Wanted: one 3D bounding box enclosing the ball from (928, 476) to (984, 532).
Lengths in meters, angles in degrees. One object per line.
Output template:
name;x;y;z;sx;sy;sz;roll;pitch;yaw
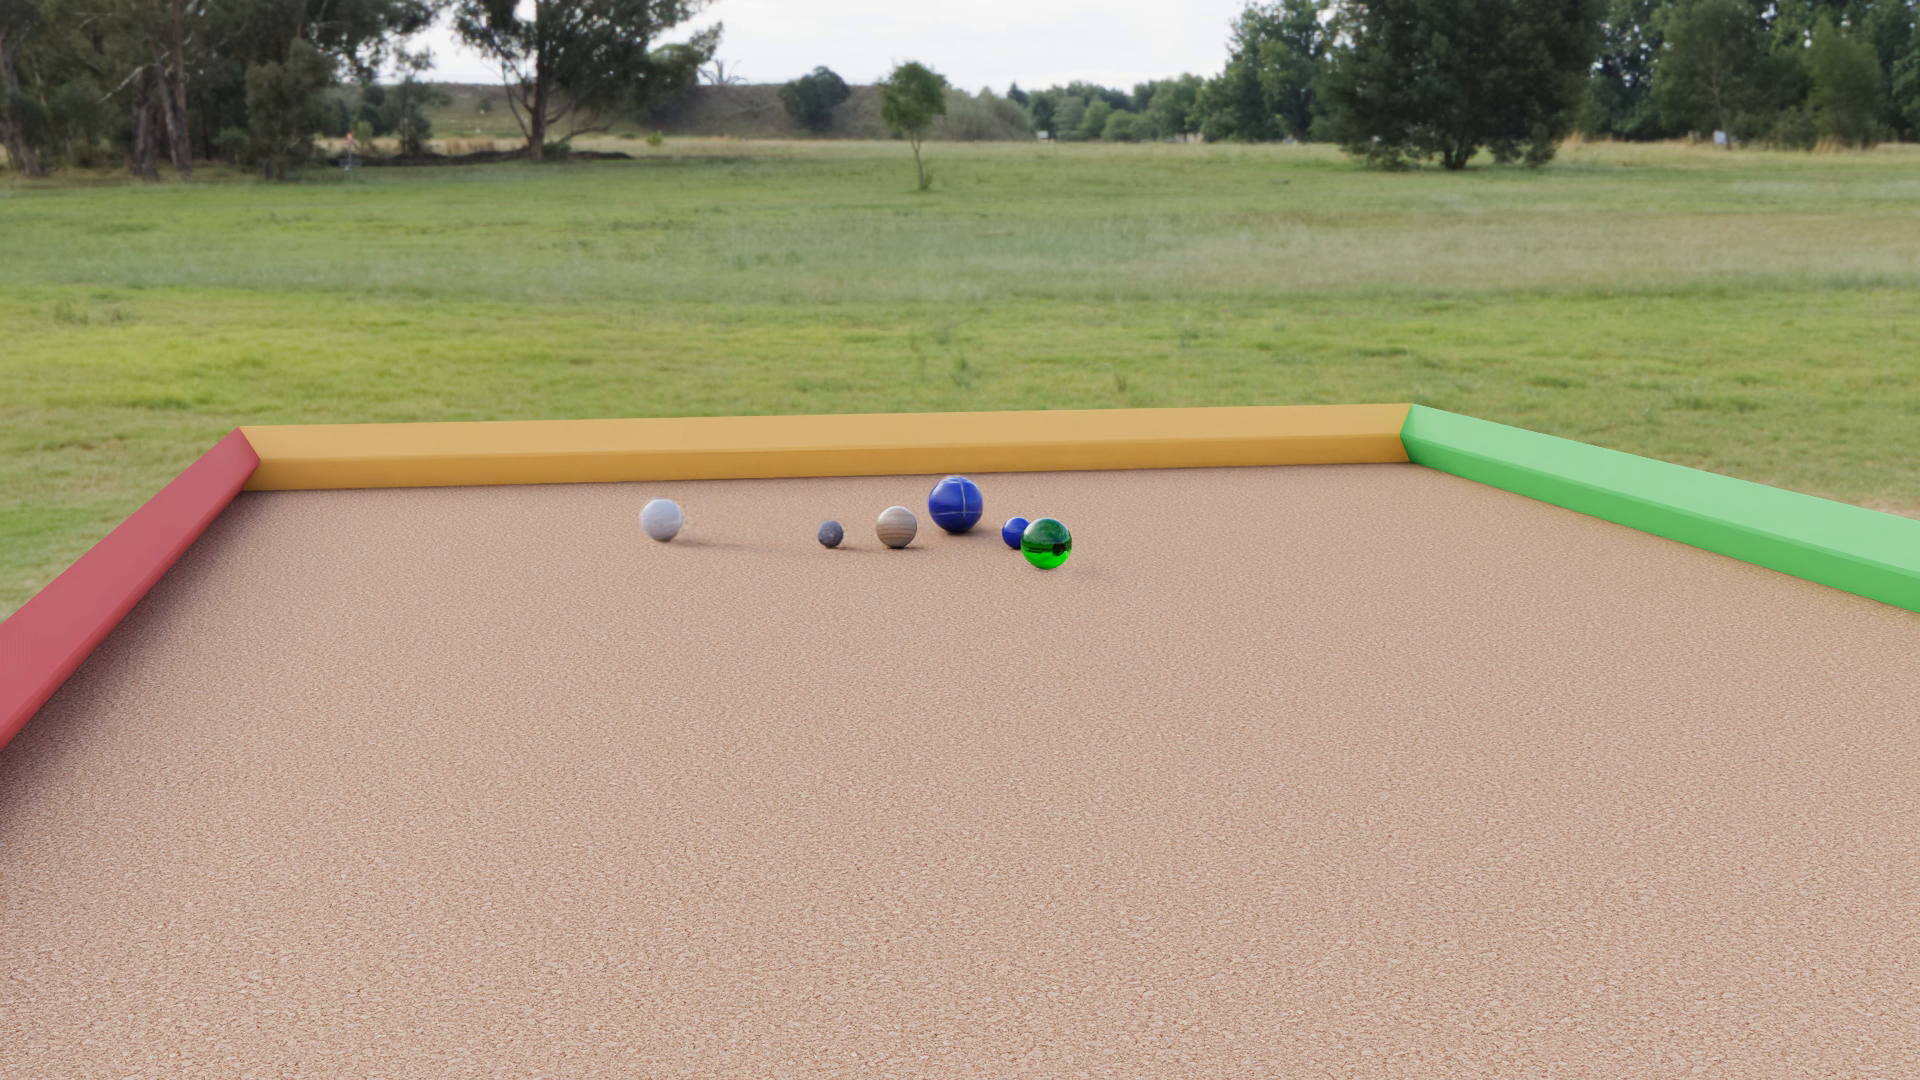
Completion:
ball;-0.007;-0.061;3.798;0.097;0.097;0.097;0;9;0

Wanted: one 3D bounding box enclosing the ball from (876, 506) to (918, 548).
ball;-0.105;-0.021;3.636;0.069;0.069;0.069;0;9;0

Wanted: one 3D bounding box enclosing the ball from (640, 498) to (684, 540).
ball;-0.504;-0.035;3.717;0.071;0.071;0.071;0;9;0

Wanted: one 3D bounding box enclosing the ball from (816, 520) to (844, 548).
ball;-0.215;-0.010;3.644;0.045;0.045;0.045;0;9;0

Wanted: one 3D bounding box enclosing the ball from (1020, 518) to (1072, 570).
ball;0.135;0.005;3.430;0.081;0.081;0.081;0;9;0

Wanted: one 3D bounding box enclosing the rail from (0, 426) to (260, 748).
rail;-0.965;0.175;2.197;0.045;0.126;4.426;-2;9;-11

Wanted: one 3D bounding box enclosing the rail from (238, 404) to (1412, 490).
rail;-0.213;-0.195;4.552;2.459;0.126;0.045;-2;9;-11

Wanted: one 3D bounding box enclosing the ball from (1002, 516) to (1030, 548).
ball;0.095;-0.012;3.628;0.053;0.053;0.053;0;9;0

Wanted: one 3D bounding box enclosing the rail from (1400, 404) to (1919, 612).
rail;1.400;0.101;2.664;0.045;0.126;4.426;-2;9;-11
